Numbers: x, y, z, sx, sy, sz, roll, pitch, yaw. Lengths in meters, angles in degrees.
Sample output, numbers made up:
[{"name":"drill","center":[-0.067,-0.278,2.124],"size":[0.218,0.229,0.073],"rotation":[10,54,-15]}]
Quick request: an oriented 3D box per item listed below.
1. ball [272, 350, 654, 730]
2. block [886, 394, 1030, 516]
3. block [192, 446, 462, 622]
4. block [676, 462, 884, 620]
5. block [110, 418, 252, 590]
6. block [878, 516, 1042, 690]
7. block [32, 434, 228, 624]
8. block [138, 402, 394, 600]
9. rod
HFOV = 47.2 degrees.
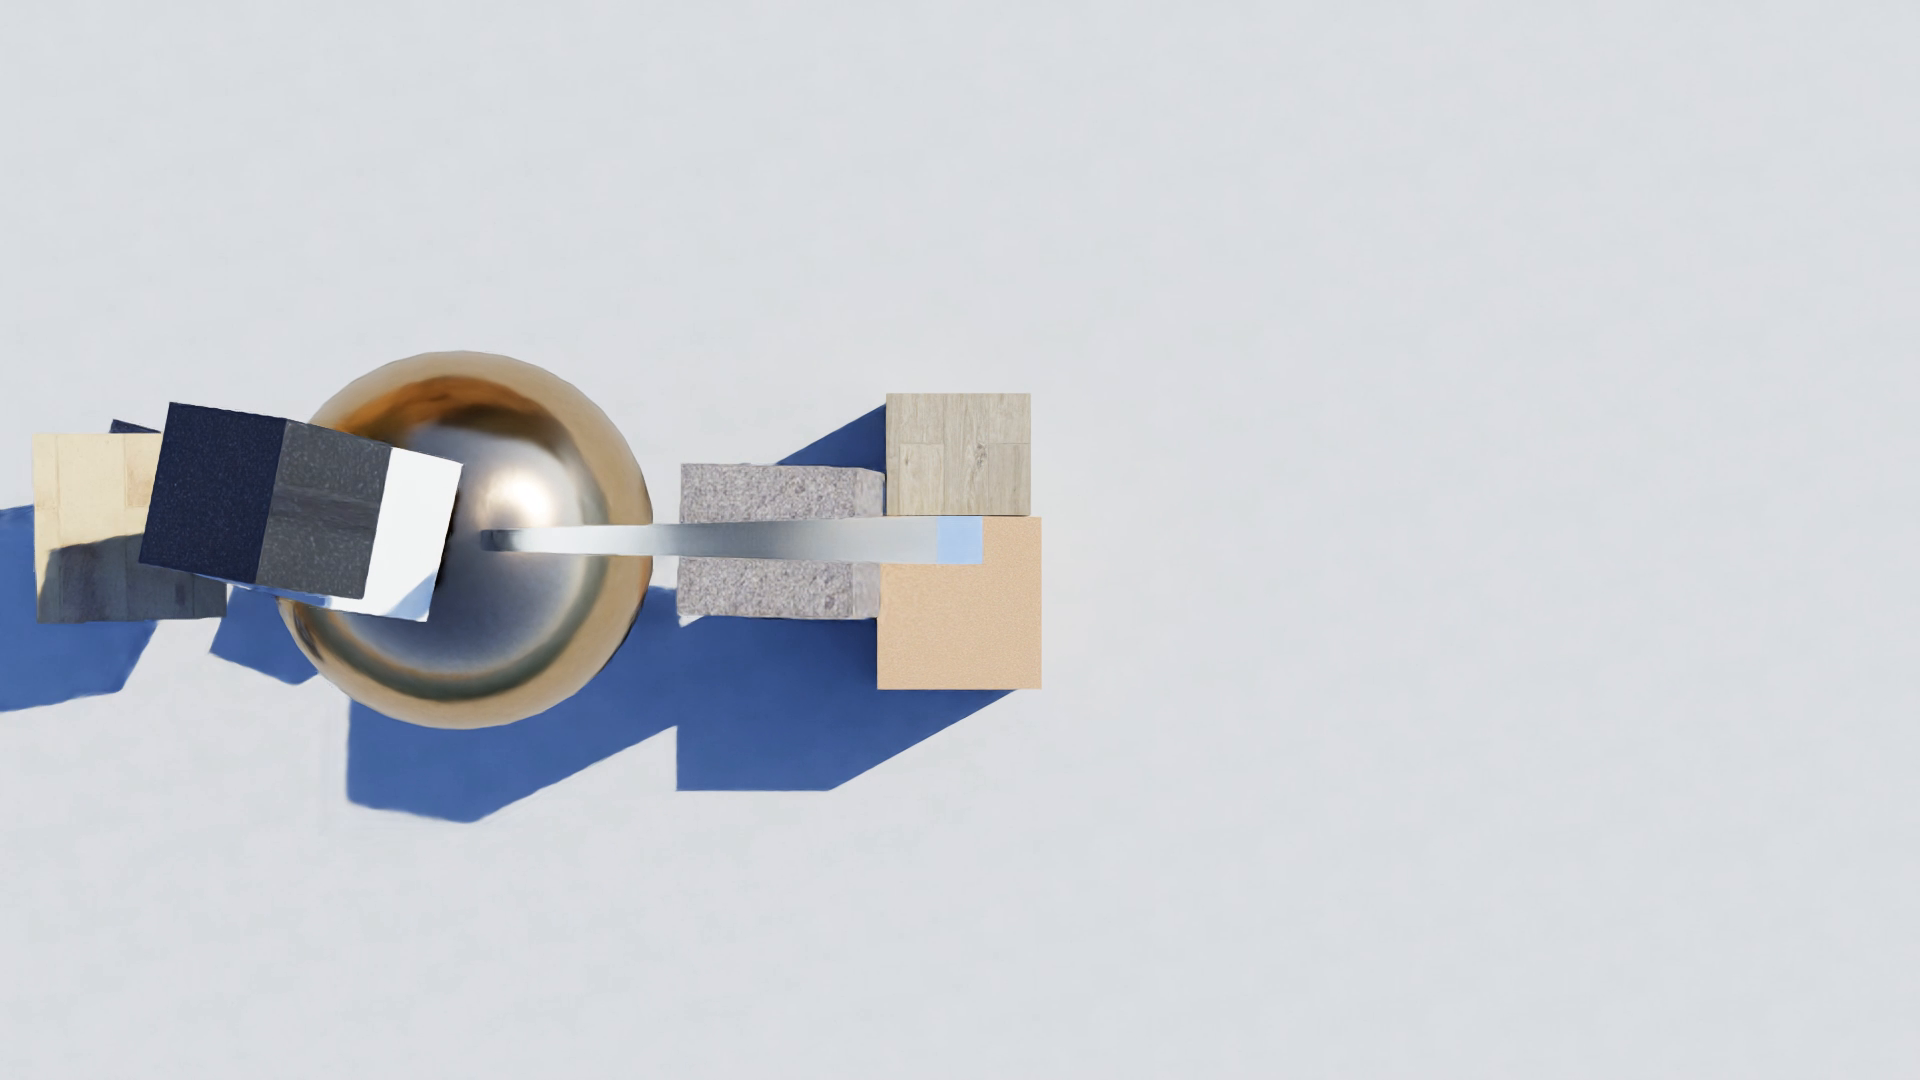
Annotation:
[{"name":"ball","center":[-2.090,0.000,9.258],"size":[1.600,1.600,1.600],"rotation":[0,90,0]},{"name":"block","center":[-0.008,-0.482,12.668],"size":[0.812,0.663,0.684],"rotation":[0,90,0]},{"name":"block","center":[-2.347,-0.082,8.185],"size":[0.648,0.556,0.611],"rotation":[12,88,27]},{"name":"block","center":[-0.950,0.010,11.806],"size":[0.933,0.793,0.790],"rotation":[2,90,8]},{"name":"block","center":[-4.298,-0.194,12.280],"size":[0.767,0.836,0.710],"rotation":[17,87,-43]},{"name":"block","center":[-0.002,0.347,12.568],"size":[0.907,0.863,0.953],"rotation":[0,90,0]},{"name":"block","center":[-3.497,-0.062,9.248],"size":[0.720,0.816,0.757],"rotation":[-1,92,-22]},{"name":"block","center":[-2.395,-0.130,7.608],"size":[0.539,0.524,0.559],"rotation":[9,87,27]},{"name":"rod","center":[-0.906,0.000,6.071],"size":[0.080,5.200,0.080],"rotation":[0,90,-20]}]
